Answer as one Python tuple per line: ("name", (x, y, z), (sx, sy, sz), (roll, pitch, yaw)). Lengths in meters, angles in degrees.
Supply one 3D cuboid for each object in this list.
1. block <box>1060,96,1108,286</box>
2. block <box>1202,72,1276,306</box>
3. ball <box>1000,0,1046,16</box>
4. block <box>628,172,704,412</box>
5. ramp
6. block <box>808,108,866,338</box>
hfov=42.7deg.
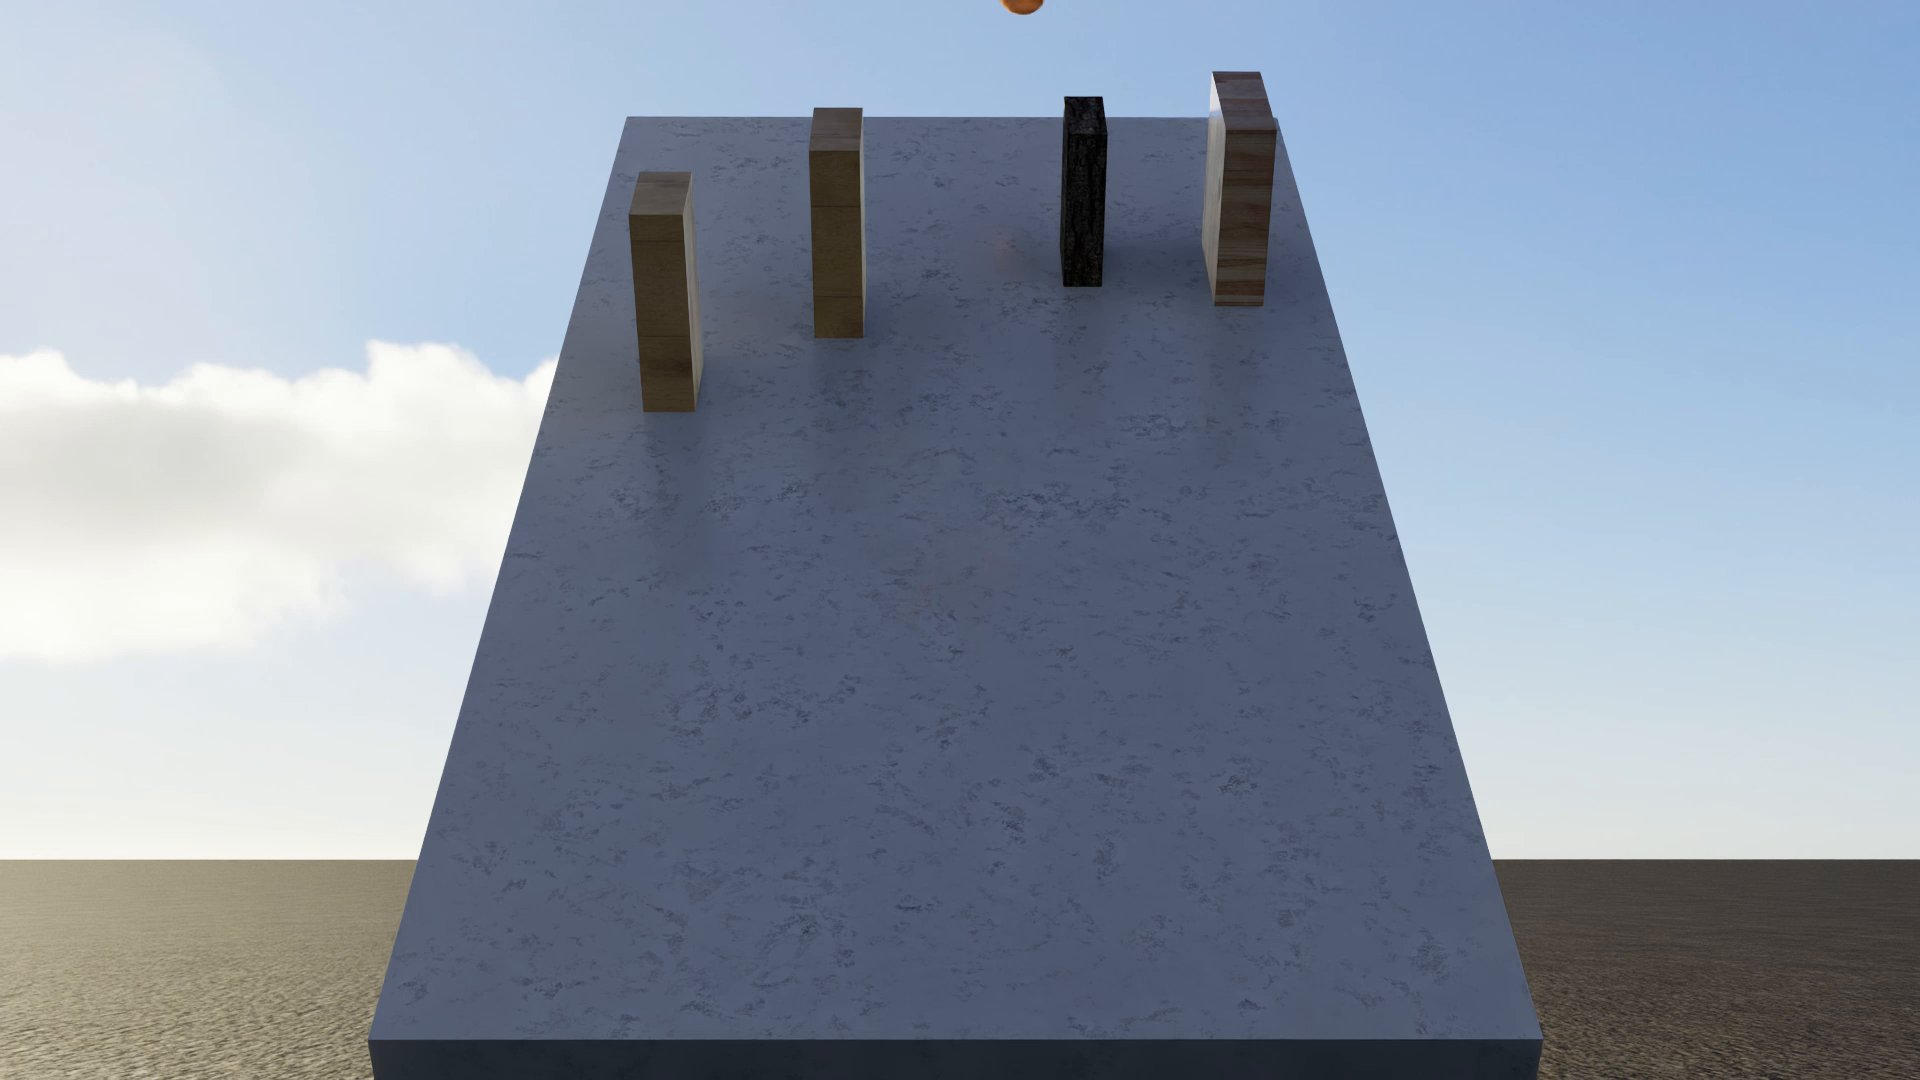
("block", (0.329, -0.931, 6.558), (0.103, 0.438, 0.254), (0, 33, 0))
("block", (0.736, -0.933, 6.509), (0.129, 0.498, 0.393), (0, 33, 0))
("ball", (0.186, -1.646, 7.319), (0.156, 0.156, 0.156), (0, -7, 0))
("block", (-0.709, -0.600, 5.950), (0.126, 0.527, 0.243), (0, 33, 0))
("ramp", (-0.015, -0.184, 5.885), (2.000, 0.100, 4.000), (0, 33, 0))
("block", (-0.311, -0.812, 6.292), (0.125, 0.520, 0.273), (0, 33, 0))
